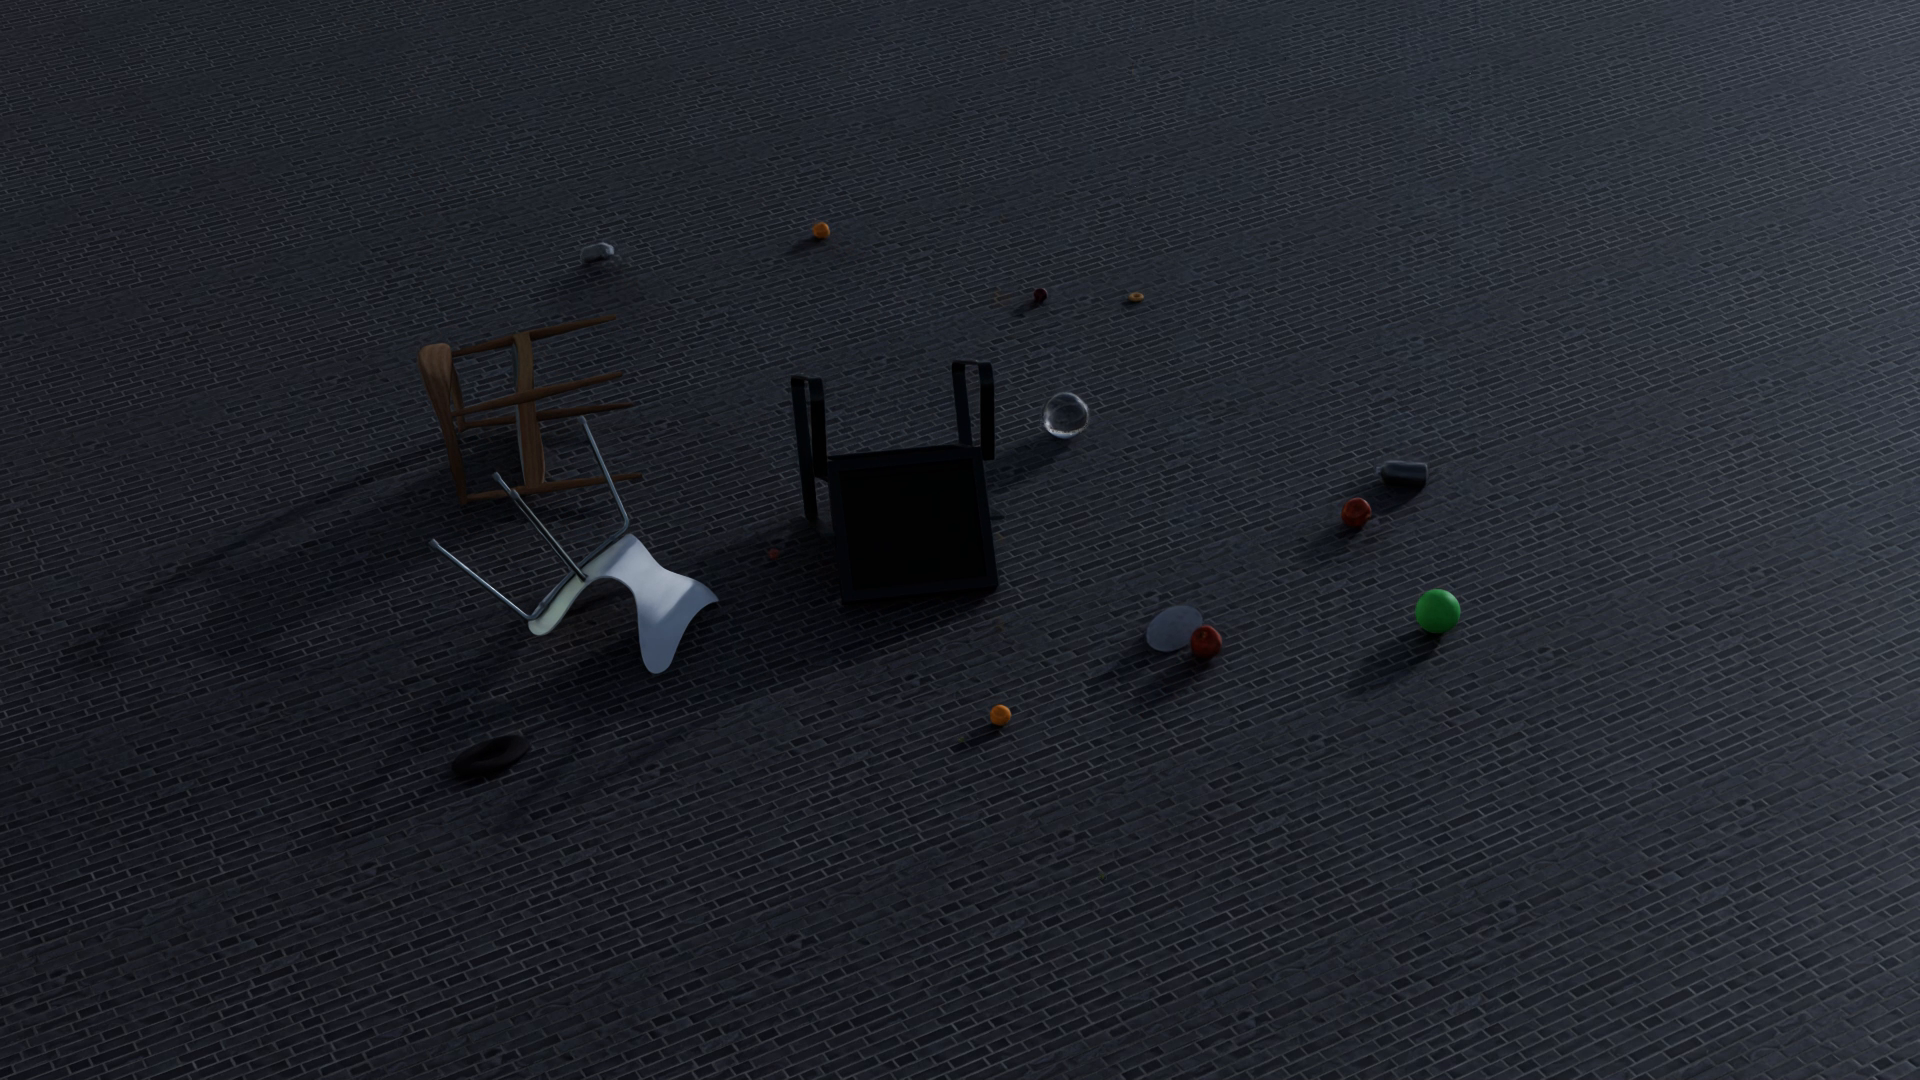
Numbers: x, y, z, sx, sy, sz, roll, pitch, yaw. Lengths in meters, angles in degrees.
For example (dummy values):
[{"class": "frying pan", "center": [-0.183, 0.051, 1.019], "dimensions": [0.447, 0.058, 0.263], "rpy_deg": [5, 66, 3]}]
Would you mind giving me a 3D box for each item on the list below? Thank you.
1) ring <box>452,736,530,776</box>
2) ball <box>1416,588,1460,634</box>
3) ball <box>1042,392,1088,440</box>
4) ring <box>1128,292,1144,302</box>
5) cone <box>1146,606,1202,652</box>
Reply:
[{"class": "ring", "center": [-1.570, 0.722, 9.813], "dimensions": [0.285, 0.040, 0.152], "rpy_deg": [-21, 40, -30]}, {"class": "ball", "center": [1.697, 0.254, 10.414], "dimensions": [0.160, 0.160, 0.160], "rpy_deg": [0, 33, 0]}, {"class": "ball", "center": [0.413, -0.488, 11.518], "dimensions": [0.184, 0.184, 0.184], "rpy_deg": [0, 33, 0]}, {"class": "ring", "center": [0.750, -1.034, 12.495], "dimensions": [0.068, 0.021, 0.061], "rpy_deg": [-24, 41, -33]}, {"class": "cone", "center": [0.720, 0.311, 10.411], "dimensions": [0.245, 0.151, 0.147], "rpy_deg": [-20, 11, -28]}]
